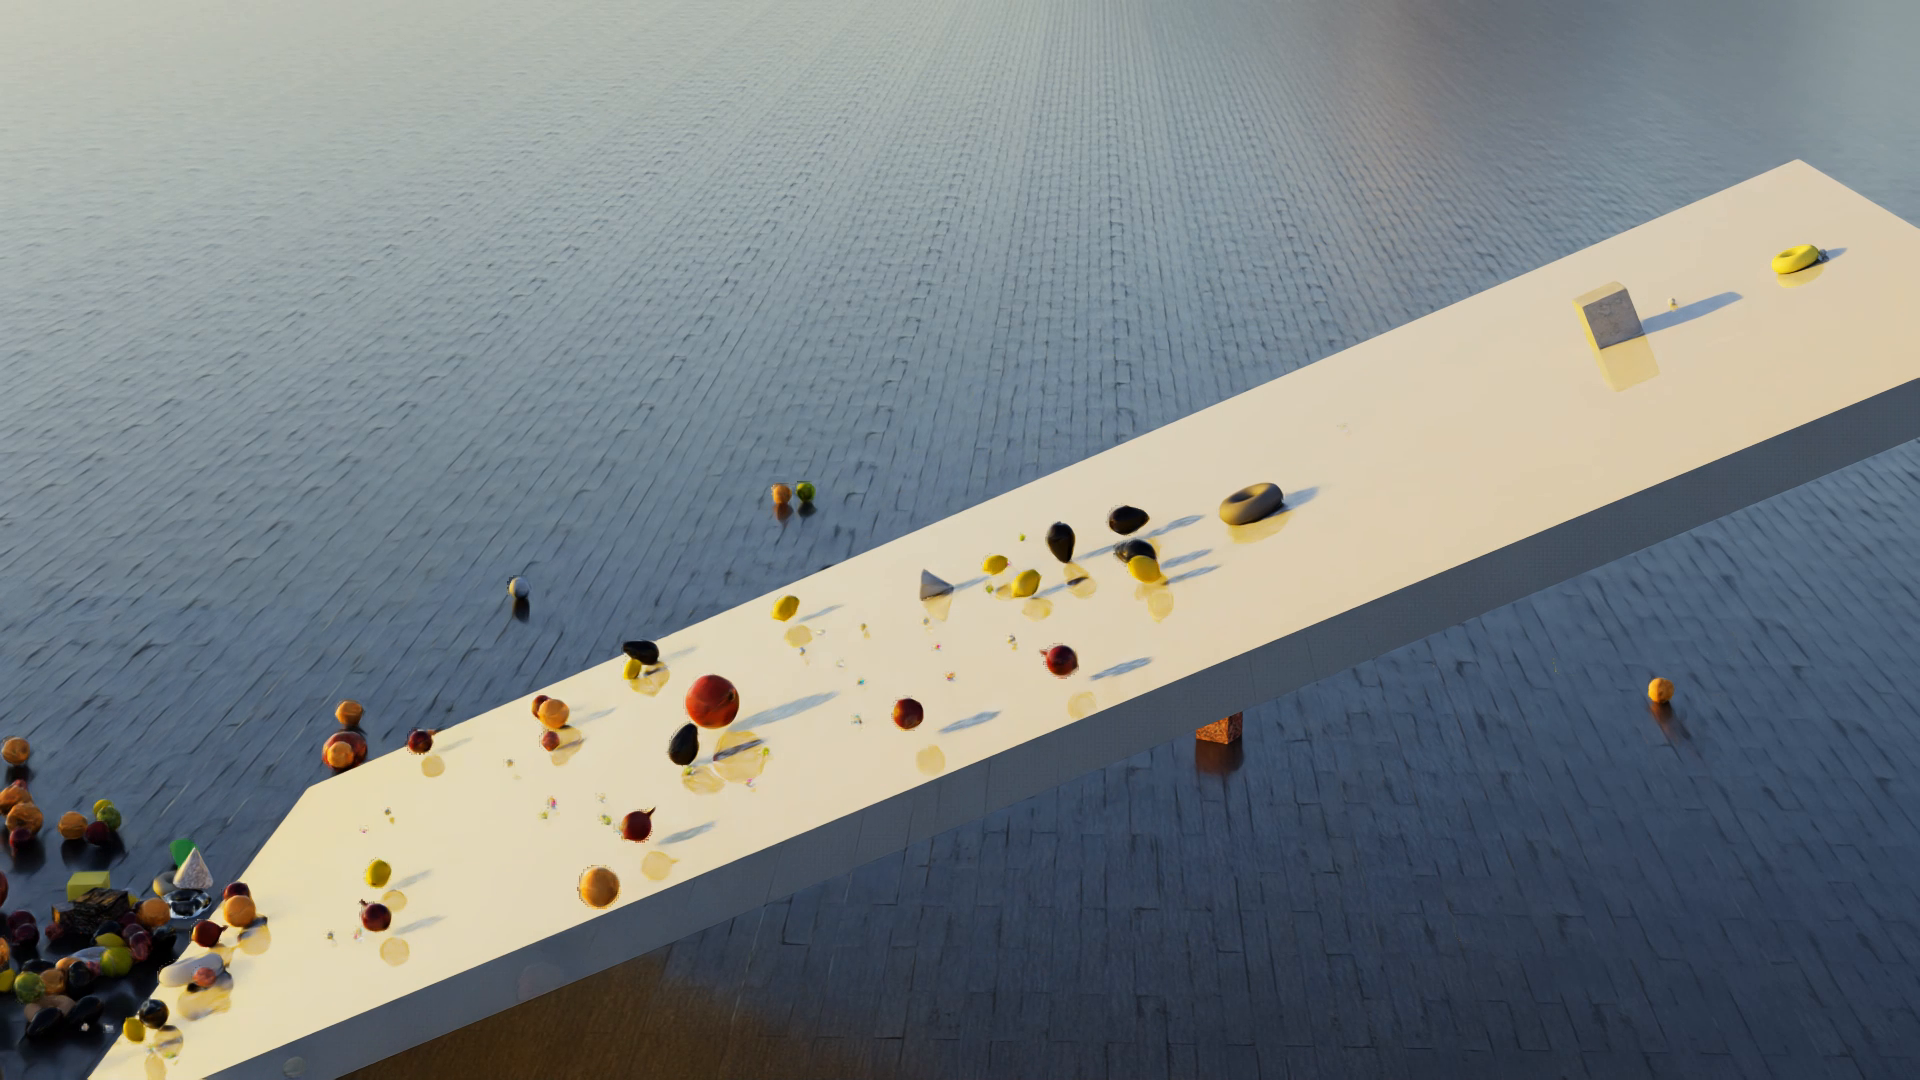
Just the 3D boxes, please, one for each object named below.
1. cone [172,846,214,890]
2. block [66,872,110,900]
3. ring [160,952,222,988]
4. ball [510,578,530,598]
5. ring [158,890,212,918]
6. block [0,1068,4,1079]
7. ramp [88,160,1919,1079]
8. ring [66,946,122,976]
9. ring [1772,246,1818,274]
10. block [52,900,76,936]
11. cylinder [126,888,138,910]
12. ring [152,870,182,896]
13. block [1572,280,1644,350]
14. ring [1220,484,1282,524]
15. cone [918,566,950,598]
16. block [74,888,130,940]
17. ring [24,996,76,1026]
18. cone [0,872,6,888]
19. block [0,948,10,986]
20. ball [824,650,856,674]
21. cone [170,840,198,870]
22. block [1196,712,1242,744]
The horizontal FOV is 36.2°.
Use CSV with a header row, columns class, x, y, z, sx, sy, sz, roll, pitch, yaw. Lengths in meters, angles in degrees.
class,x,y,z,sx,sy,sz,roll,pitch,yaw
cone,-1.834,0.774,7.046,0.096,0.096,0.096,9,23,-4
block,-2.061,0.838,6.962,0.081,0.081,0.081,-1,15,-4
ring,-1.620,0.906,6.198,0.134,0.045,0.134,-17,2,1
ball,-1.425,0.155,9.525,0.070,0.070,0.070,0,15,0
ring,-1.835,0.861,6.958,0.123,0.041,0.123,-1,14,0
block,-1.987,1.116,5.907,0.094,0.094,0.094,5,16,16
ramp,0.132,0.170,6.284,4.000,0.100,2.000,-23,13,8
ring,-1.951,0.950,6.625,0.121,0.040,0.121,-3,13,1
ring,1.720,-0.579,6.057,0.098,0.033,0.098,-22,13,6
block,-2.078,0.880,6.854,0.058,0.058,0.058,-10,18,-33
cylinder,-1.982,0.855,6.954,0.053,0.053,0.053,13,20,39
ring,-1.885,0.829,7.077,0.112,0.037,0.112,4,18,-1
block,1.353,-0.470,6.146,0.099,0.099,0.099,-24,13,5
ring,0.600,-0.075,6.073,0.139,0.046,0.139,-22,14,6
cone,-0.048,0.102,6.588,0.075,0.075,0.075,15,14,-7
block,-1.993,0.869,6.834,0.089,0.089,0.089,4,16,15
ring,-1.972,1.019,6.378,0.109,0.036,0.109,1,15,0
cone,-2.360,0.790,7.119,0.094,0.094,0.094,0,15,0
block,-2.157,0.956,6.561,0.063,0.063,0.063,-3,15,-11
ball,-0.257,0.272,6.357,0.072,0.072,0.072,0,15,0
cone,-1.918,0.788,7.245,0.072,0.072,0.072,0,42,-1
block,0.723,0.501,8.188,0.096,0.096,0.096,9,17,29
